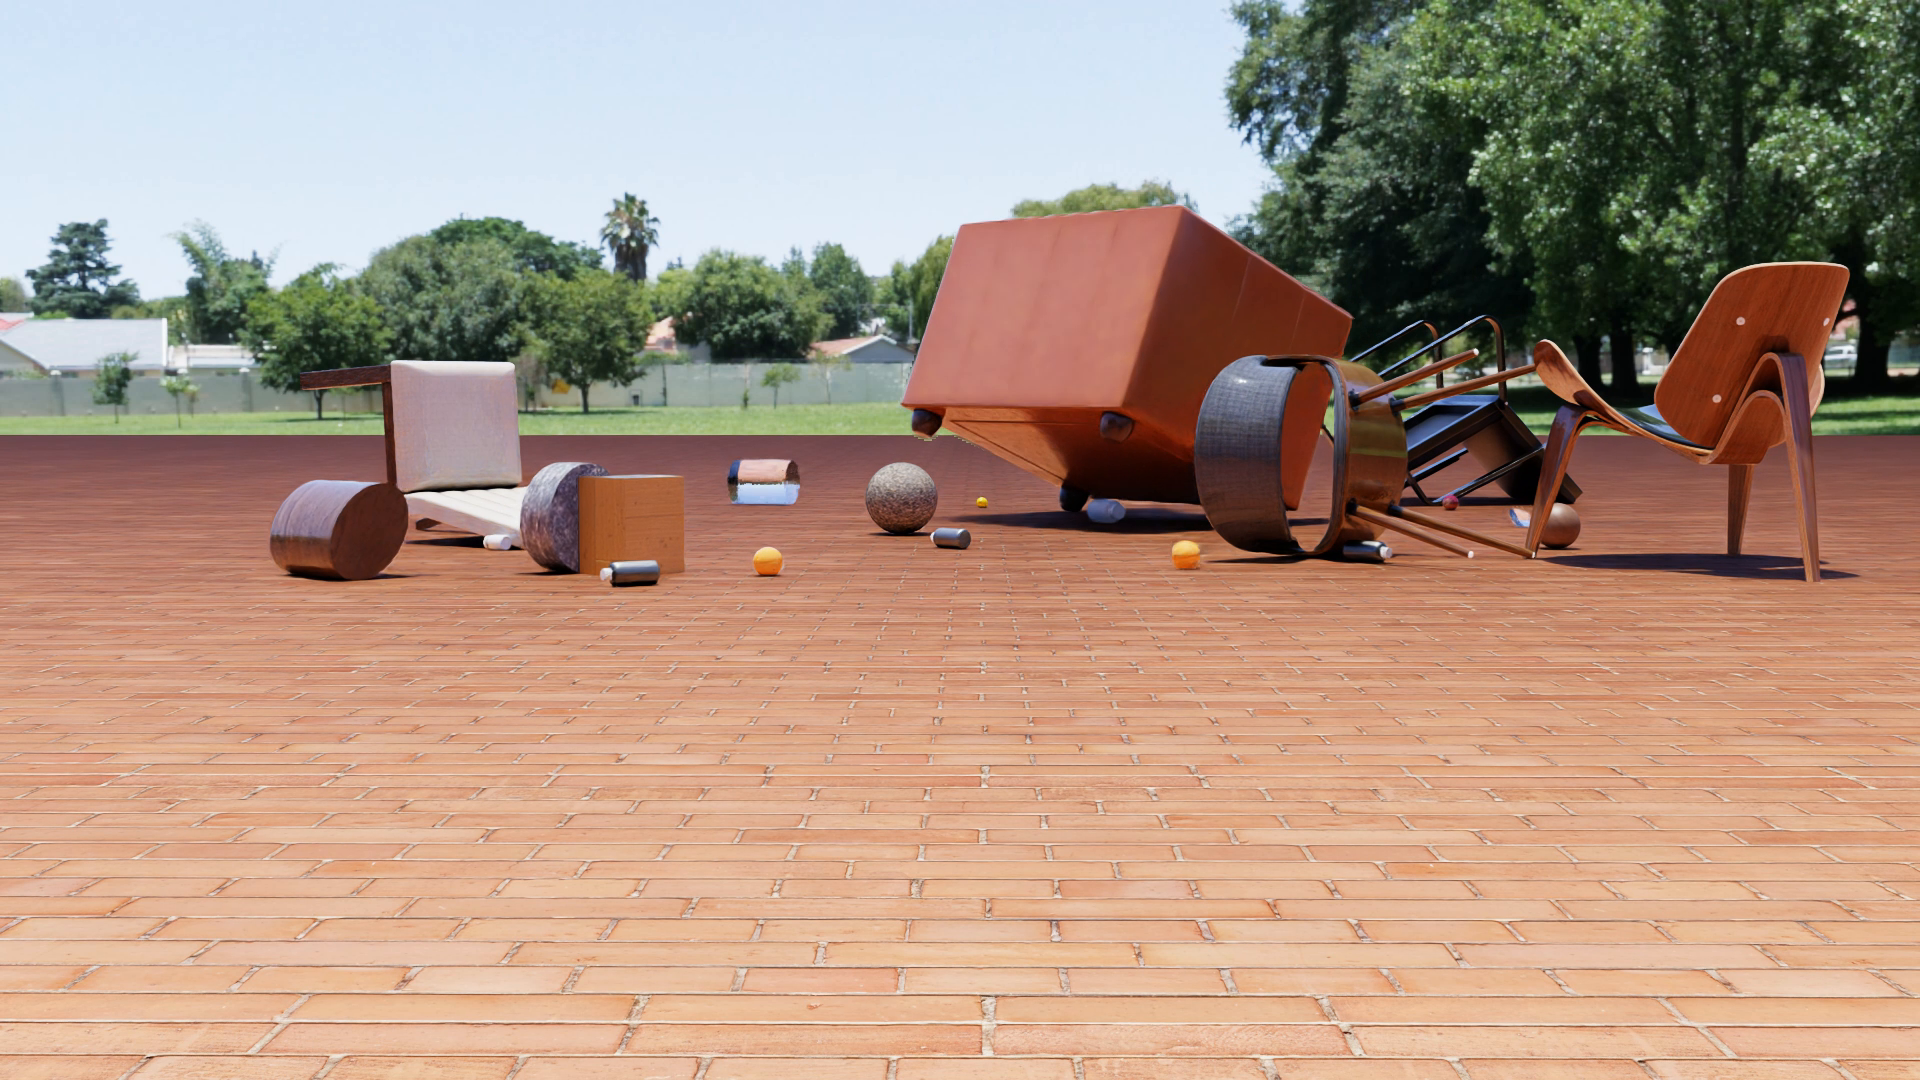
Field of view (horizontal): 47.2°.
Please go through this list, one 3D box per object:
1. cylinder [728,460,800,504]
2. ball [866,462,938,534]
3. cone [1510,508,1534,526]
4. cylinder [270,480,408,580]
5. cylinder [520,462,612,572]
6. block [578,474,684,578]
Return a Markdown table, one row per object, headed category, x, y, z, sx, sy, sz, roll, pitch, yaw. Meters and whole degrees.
| category | x | y | z | sx | sy | sz | roll | pitch | yaw |
| --- | --- | --- | --- | --- | --- | --- | --- | --- | --- |
| cylinder | -0.766 | -0.226 | 8.598 | 0.230 | 0.169 | 0.178 | 1 | 30 | 14 |
| ball | -0.181 | -0.129 | 6.798 | 0.223 | 0.223 | 0.223 | 0 | 4 | 0 |
| cone | 1.829 | -0.059 | 7.202 | 0.096 | 0.040 | 0.082 | 7 | 44 | -25 |
| cylinder | -1.489 | -0.026 | 5.272 | 0.282 | 0.252 | 0.180 | 4 | -33 | 44 |
| cylinder | -0.952 | -0.056 | 5.407 | 0.106 | 0.268 | 0.243 | 3 | -9 | 39 |
| block | -0.801 | -0.037 | 5.369 | 0.165 | 0.236 | 0.193 | 3 | 5 | 39 |
